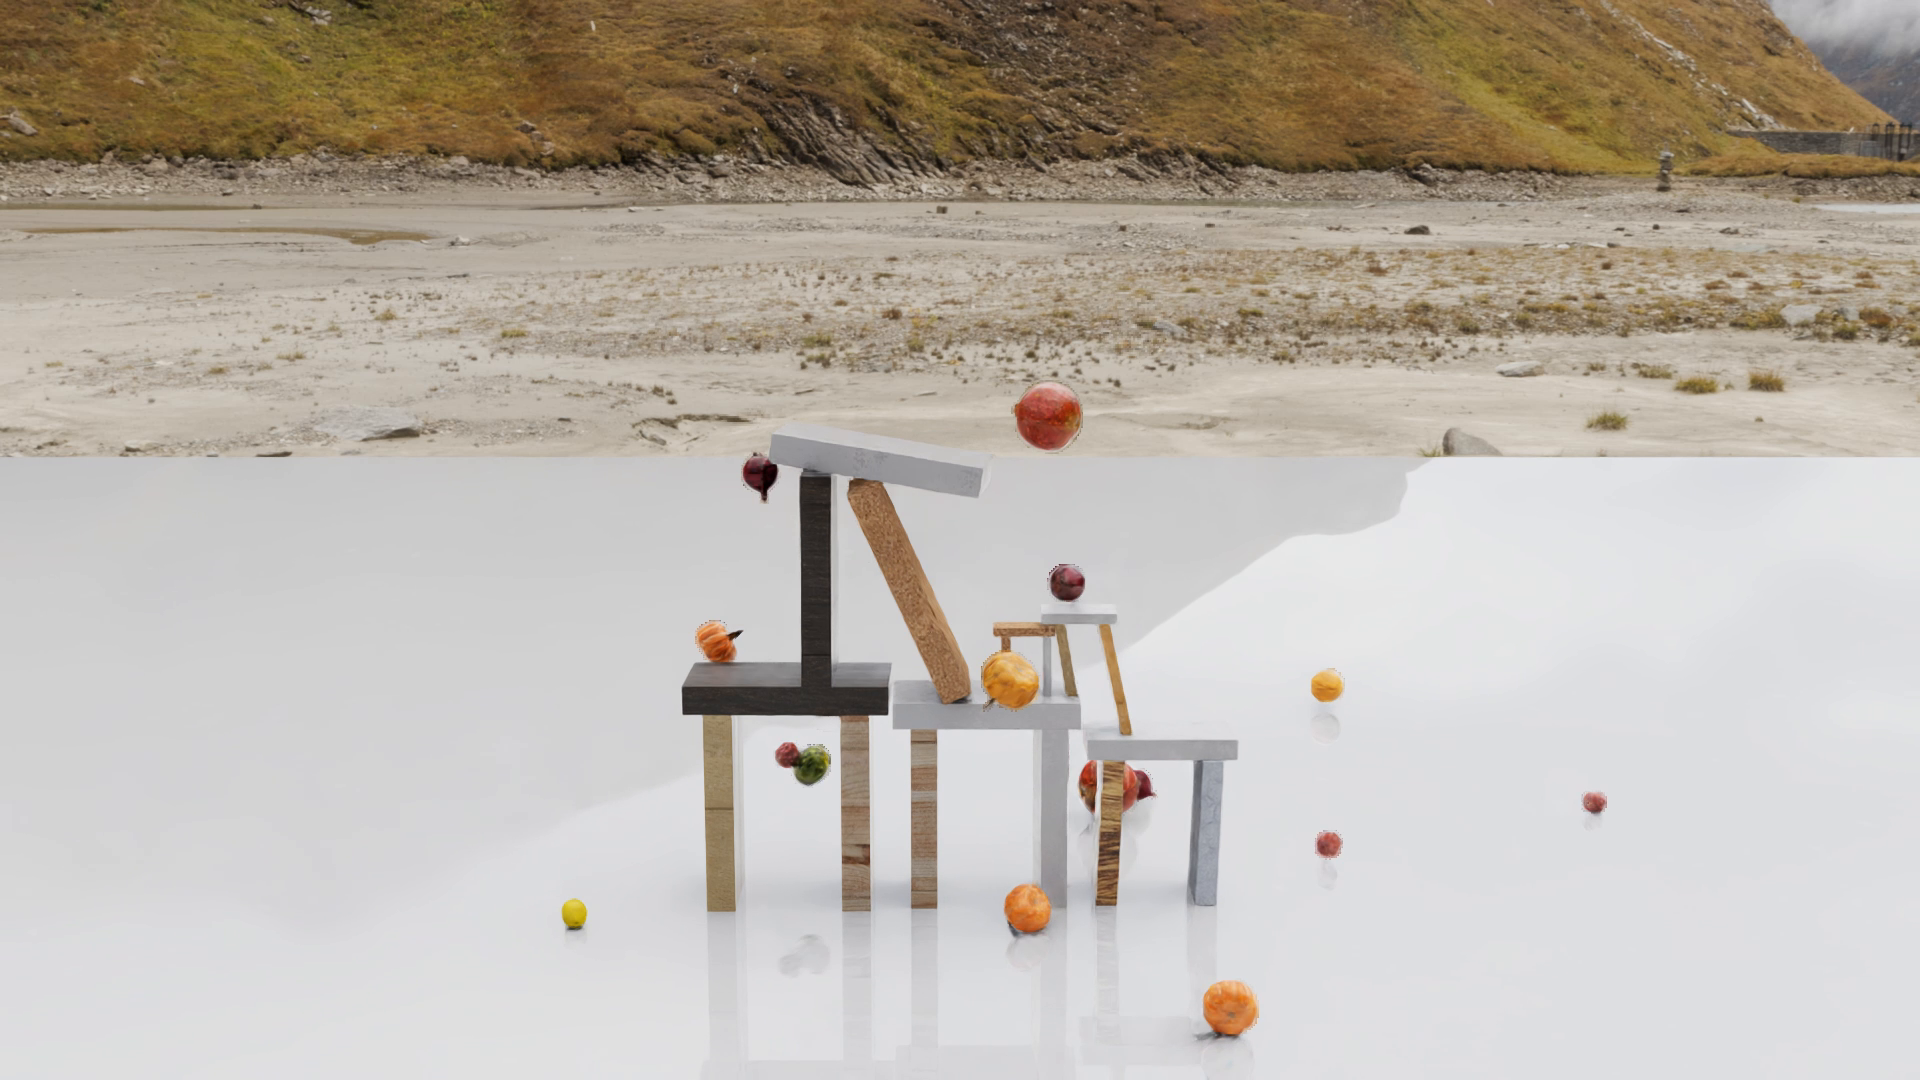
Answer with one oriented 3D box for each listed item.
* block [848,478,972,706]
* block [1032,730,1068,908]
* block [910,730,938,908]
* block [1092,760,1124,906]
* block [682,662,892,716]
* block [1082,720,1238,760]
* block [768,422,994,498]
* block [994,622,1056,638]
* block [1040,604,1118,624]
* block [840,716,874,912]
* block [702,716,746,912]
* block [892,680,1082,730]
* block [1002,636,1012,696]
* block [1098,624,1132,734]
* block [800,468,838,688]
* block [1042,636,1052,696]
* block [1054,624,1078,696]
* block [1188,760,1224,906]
[{"bbox_3d":[-0.082,0.074,3.572,0.048,0.371,0.170,-24,10,3],"label":"block"},{"bbox_3d":[0.149,0.440,3.647,0.043,0.303,0.152,-1,11,-3],"label":"block"},{"bbox_3d":[-0.058,0.440,3.644,0.043,0.303,0.152,0,11,0],"label":"block"},{"bbox_3d":[0.245,0.469,3.649,0.035,0.245,0.122,2,11,0],"label":"block"},{"bbox_3d":[-0.279,0.243,3.600,0.330,0.047,0.165,0,10,0],"label":"block"},{"bbox_3d":[0.329,0.330,3.628,0.245,0.035,0.122,0,11,-1],"label":"block"},{"bbox_3d":[-0.124,-0.132,3.557,0.340,0.048,0.170,10,10,5],"label":"block"},{"bbox_3d":[0.105,0.146,3.584,0.099,0.014,0.050,0,11,0],"label":"block"},{"bbox_3d":[0.192,0.120,3.578,0.122,0.017,0.061,0,12,0],"label":"block"},{"bbox_3d":[-0.169,0.428,3.636,0.047,0.330,0.165,0,10,0],"label":"block"},{"bbox_3d":[-0.389,0.428,3.636,0.047,0.330,0.165,0,10,0],"label":"block"},{"bbox_3d":[0.043,0.270,3.613,0.303,0.043,0.152,0,11,0],"label":"block"},{"bbox_3d":[0.075,0.201,3.594,0.014,0.099,0.049,-1,11,0],"label":"block"},{"bbox_3d":[0.253,0.221,3.601,0.017,0.188,0.061,-12,12,2],"label":"block"},{"bbox_3d":[-0.227,0.052,3.567,0.048,0.340,0.170,0,10,1],"label":"block"},{"bbox_3d":[0.142,0.201,3.594,0.014,0.099,0.050,-1,11,0],"label":"block"},{"bbox_3d":[0.172,0.189,3.593,0.017,0.122,0.061,-10,12,2],"label":"block"},{"bbox_3d":[0.407,0.469,3.649,0.035,0.245,0.122,2,11,0],"label":"block"}]
